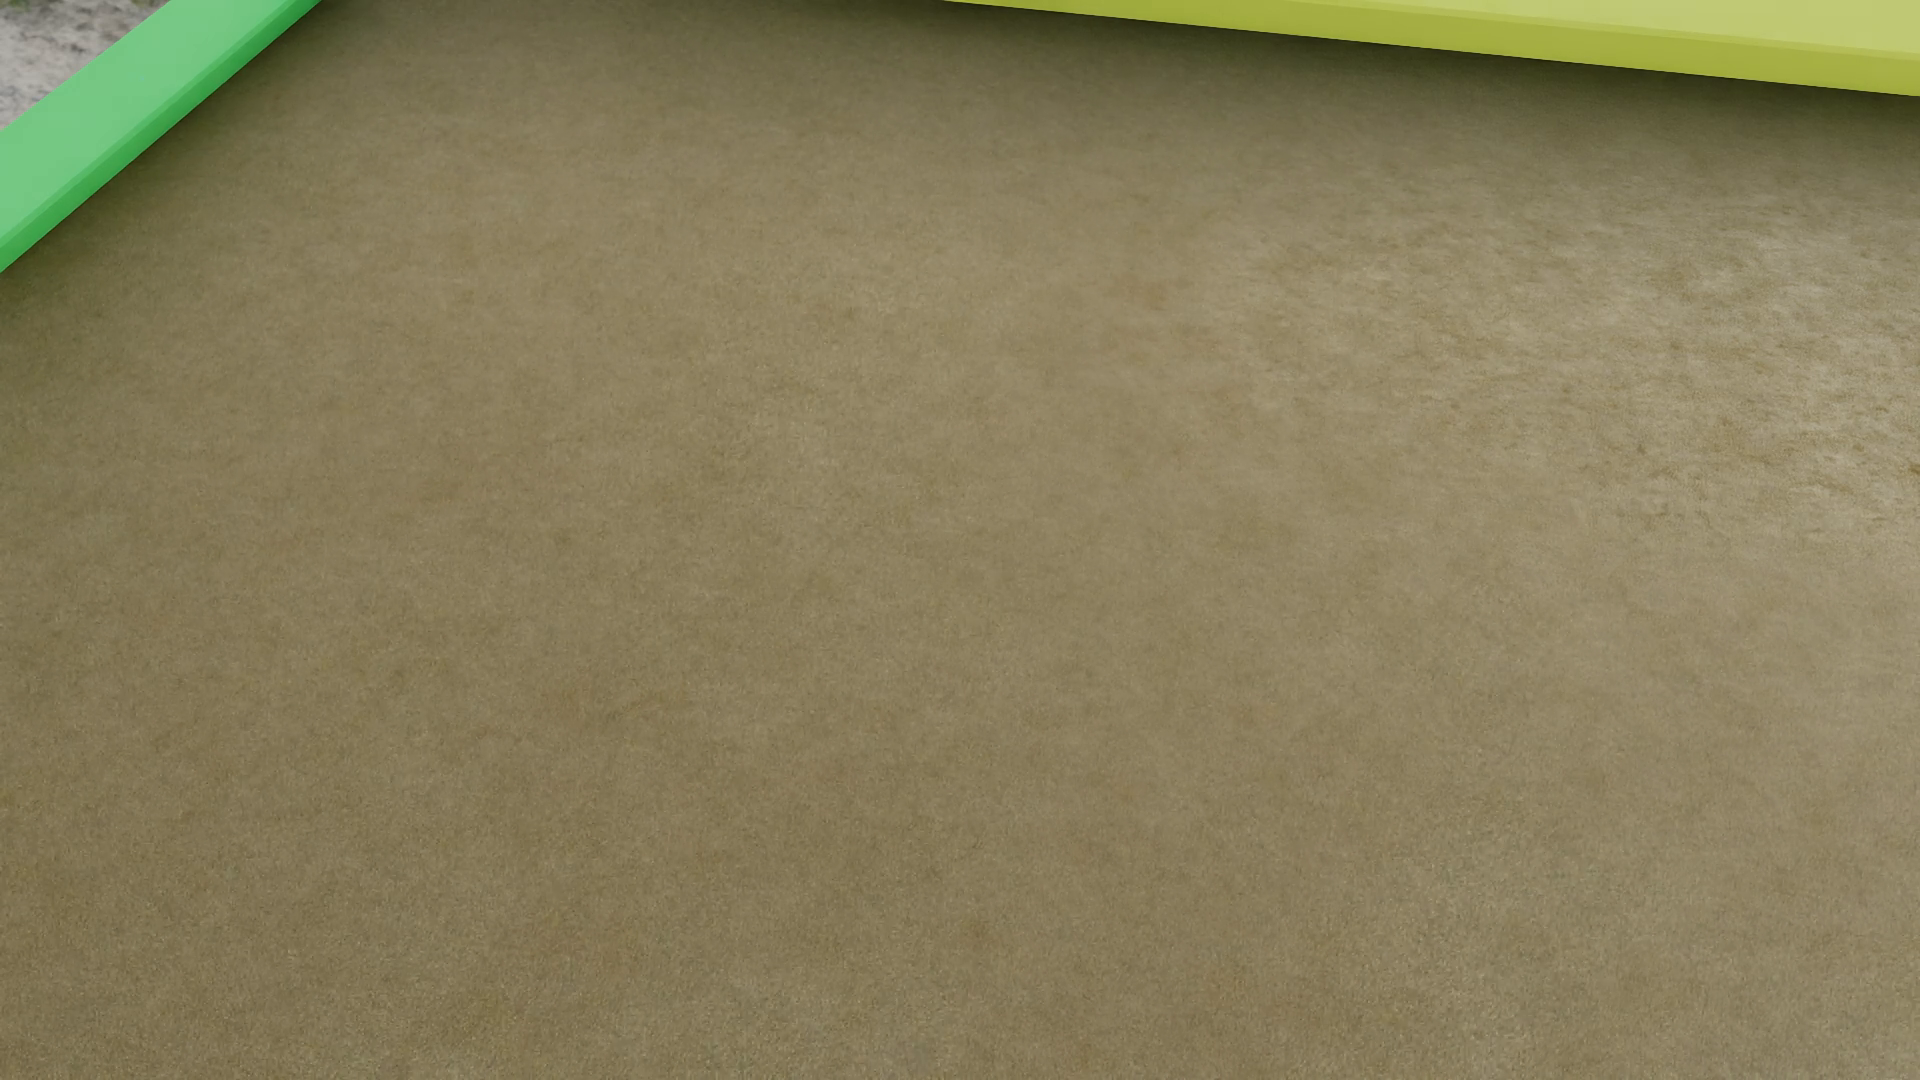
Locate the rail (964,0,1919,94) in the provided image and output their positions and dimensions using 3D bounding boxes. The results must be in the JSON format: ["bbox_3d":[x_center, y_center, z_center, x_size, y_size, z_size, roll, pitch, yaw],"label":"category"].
[{"bbox_3d":[1.205,-0.473,2.588,3.902,0.119,0.045,8,35,12],"label":"rail"}]

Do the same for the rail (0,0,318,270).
[{"bbox_3d":[-0.923,-0.160,2.129,0.045,0.119,2.166,8,35,12],"label":"rail"}]
